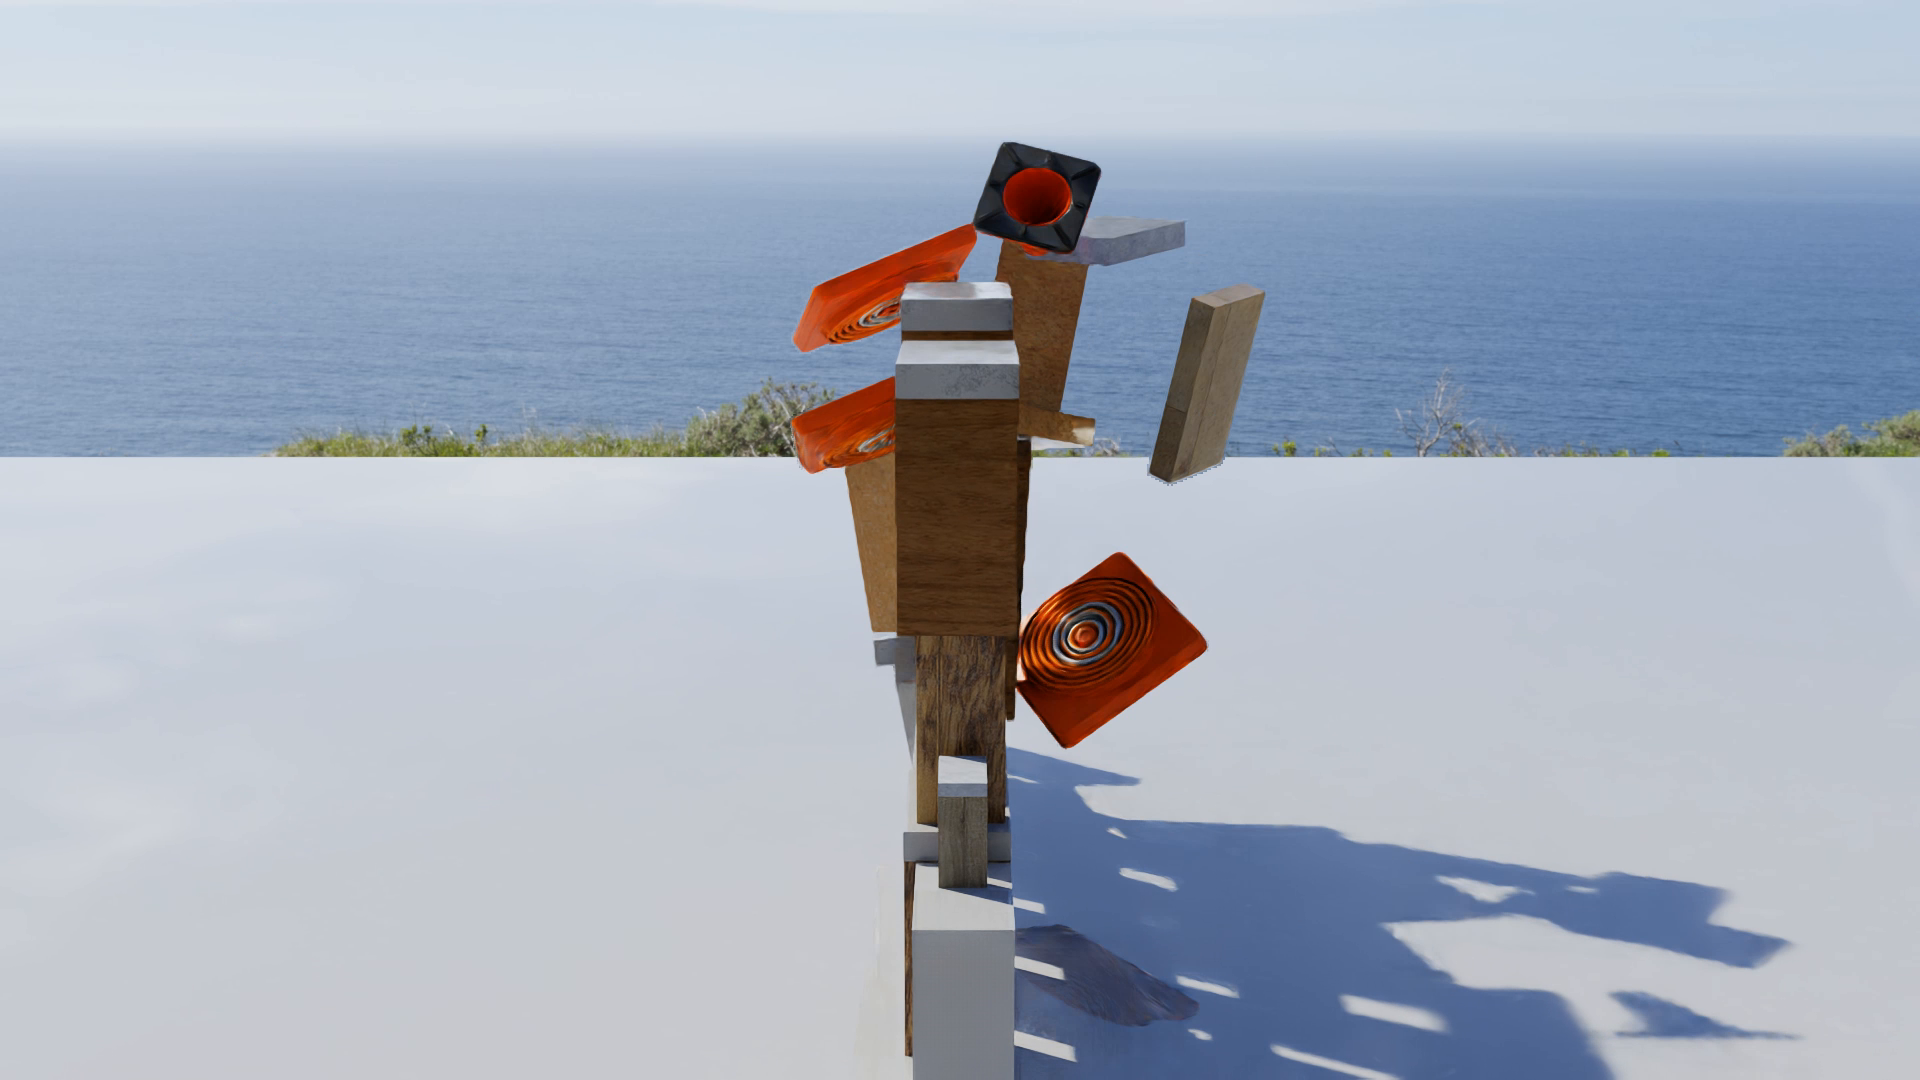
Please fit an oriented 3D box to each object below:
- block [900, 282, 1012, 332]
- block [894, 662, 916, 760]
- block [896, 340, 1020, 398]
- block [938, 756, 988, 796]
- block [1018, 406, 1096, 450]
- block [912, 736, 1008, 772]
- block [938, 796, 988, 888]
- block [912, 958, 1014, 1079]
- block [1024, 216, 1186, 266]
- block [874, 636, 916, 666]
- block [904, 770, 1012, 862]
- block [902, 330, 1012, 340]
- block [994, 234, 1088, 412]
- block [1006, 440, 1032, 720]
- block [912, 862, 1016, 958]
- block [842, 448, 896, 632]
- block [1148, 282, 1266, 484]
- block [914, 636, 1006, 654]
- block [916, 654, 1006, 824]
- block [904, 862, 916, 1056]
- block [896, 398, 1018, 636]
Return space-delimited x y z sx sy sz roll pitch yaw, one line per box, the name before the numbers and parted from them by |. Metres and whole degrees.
block | -0.004 -0.367 3.447 0.167 0.047 0.335 0 11 0
block | -0.022 0.340 4.195 0.168 0.336 0.048 -6 52 1
block | -0.002 -0.229 2.931 0.157 0.044 0.314 0 10 0
block | 0.004 0.308 2.869 0.063 0.018 0.126 0 11 0
block | 0.091 -0.207 4.072 0.176 0.050 0.353 9 -3 -23
block | 0.000 0.339 3.365 0.141 0.040 0.282 0 11 0
block | 0.004 0.386 2.841 0.063 0.126 0.018 0 11 0
block | 0.004 0.630 2.763 0.126 0.253 0.036 0 11 0
block | 0.267 -0.545 3.988 0.166 0.047 0.331 9 17 28
block | -0.079 0.204 4.212 0.168 0.048 0.336 -6 -2 -2
block | -0.004 0.384 3.083 0.144 0.041 0.289 0 10 0
block | -0.004 -0.153 3.355 0.167 0.335 0.047 0 4 0
block | 0.133 -0.396 4.138 0.166 0.331 0.047 11 11 -1
block | 0.025 0.069 3.994 0.176 0.509 0.050 3 8 0
block | 0.004 0.472 2.820 0.126 0.036 0.253 0 11 0
block | -0.113 0.000 4.228 0.176 0.353 0.050 -3 10 37
block | 0.430 -0.274 3.831 0.047 0.331 0.166 28 31 30
block | 0.000 0.113 3.024 0.120 0.034 0.239 0 11 0
block | 0.001 0.262 2.970 0.120 0.239 0.034 0 10 0
block | -0.003 0.564 3.019 0.144 0.289 0.041 0 11 0
block | -0.004 -0.033 2.861 0.157 0.314 0.044 0 11 1
